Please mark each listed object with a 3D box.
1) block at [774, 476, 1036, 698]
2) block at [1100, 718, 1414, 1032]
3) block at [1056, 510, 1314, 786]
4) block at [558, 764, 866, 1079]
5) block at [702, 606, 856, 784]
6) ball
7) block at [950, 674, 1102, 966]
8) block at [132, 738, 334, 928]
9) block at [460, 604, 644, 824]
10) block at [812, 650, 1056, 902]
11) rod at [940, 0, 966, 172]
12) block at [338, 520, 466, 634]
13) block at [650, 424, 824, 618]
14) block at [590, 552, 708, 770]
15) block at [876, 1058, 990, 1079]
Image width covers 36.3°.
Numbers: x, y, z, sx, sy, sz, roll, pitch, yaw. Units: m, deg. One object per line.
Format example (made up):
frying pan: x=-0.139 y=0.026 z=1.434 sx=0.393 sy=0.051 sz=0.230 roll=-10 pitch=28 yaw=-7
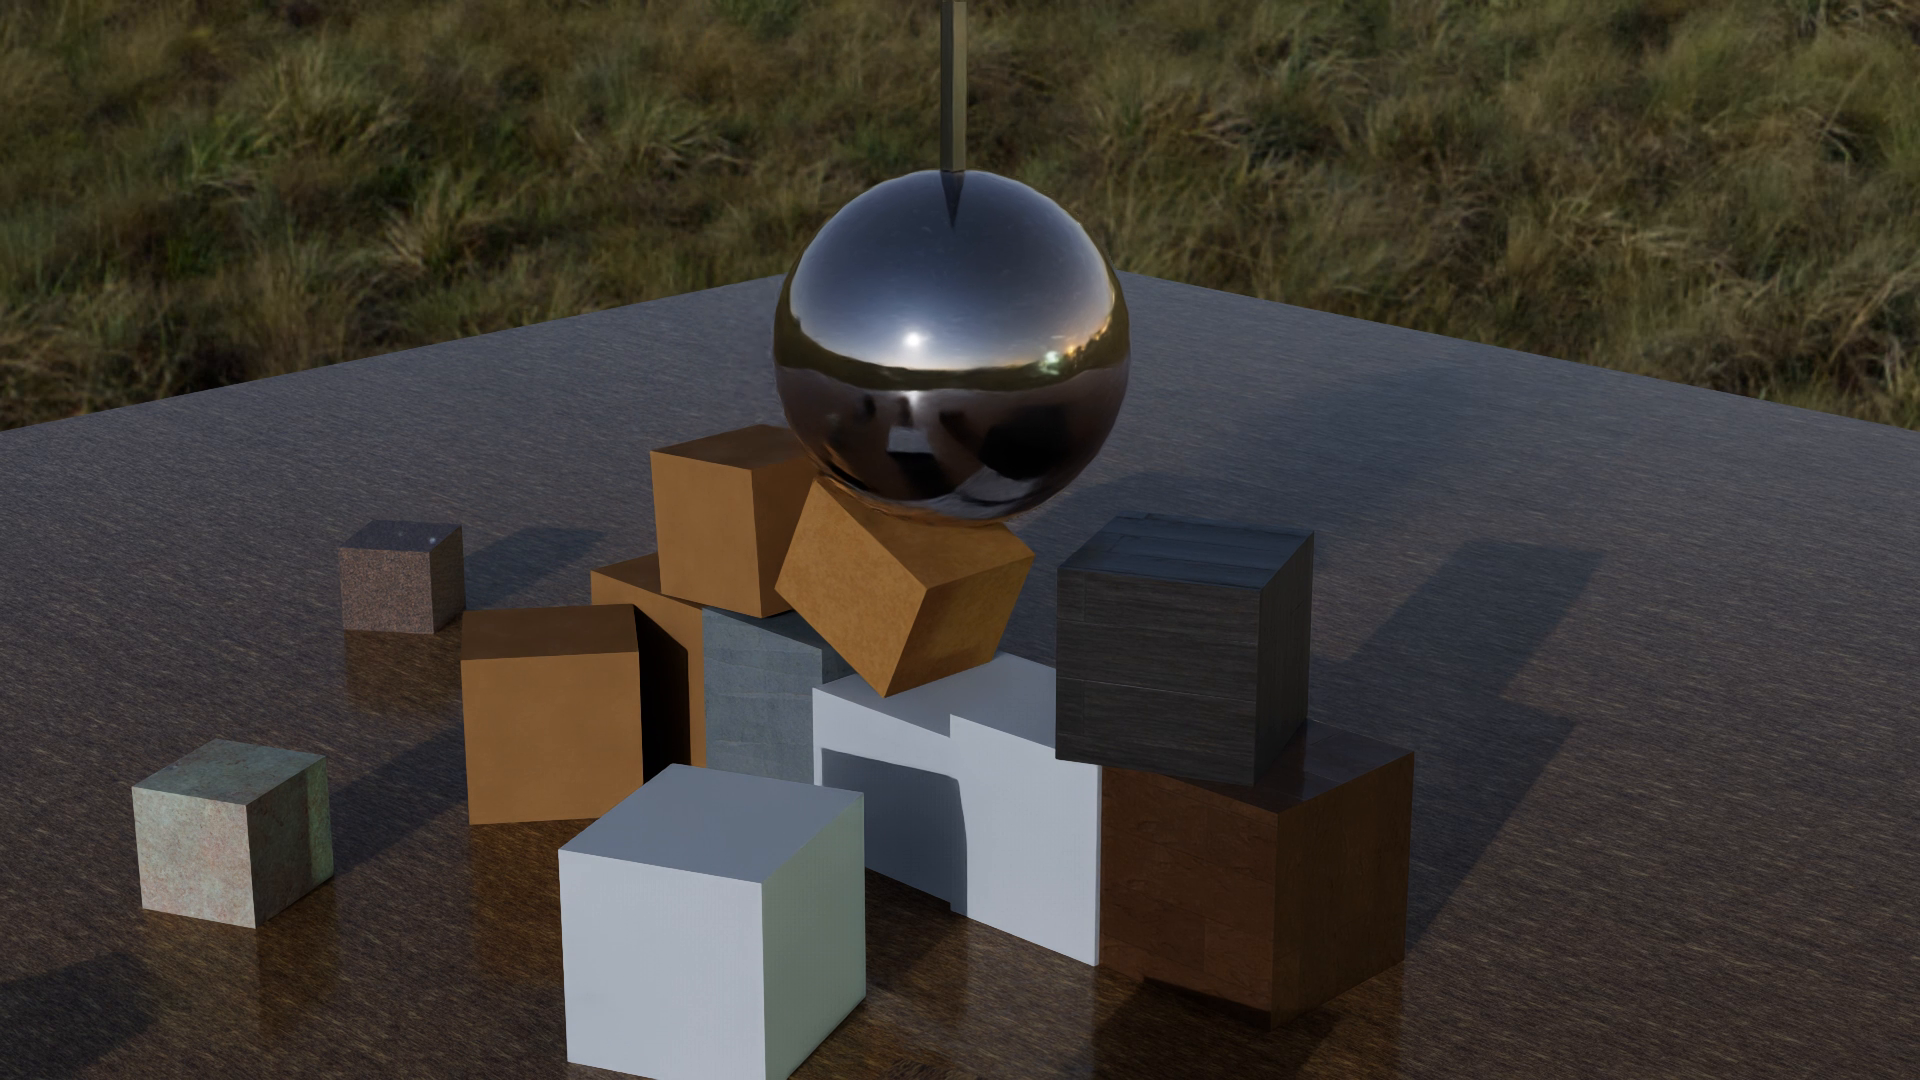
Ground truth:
block: x=-0.262 y=0.148 z=13.646 sx=0.703 sy=0.661 sz=0.820 roll=-17 pitch=50 yaw=-43
block: x=1.253 y=1.352 z=12.437 sx=0.923 sy=0.963 sz=0.936 roll=16 pitch=23 yaw=41
block: x=0.952 y=0.437 z=12.345 sx=0.854 sy=0.839 sz=0.876 roll=7 pitch=19 yaw=20
block: x=-0.980 y=1.558 z=11.853 sx=0.875 sy=0.920 sz=0.974 roll=7 pitch=19 yaw=21
block: x=-0.640 y=0.783 z=14.257 sx=0.848 sy=0.958 sz=0.853 roll=-17 pitch=24 yaw=-42
ball: x=-0.037 y=-0.852 z=13.035 sx=1.600 sy=1.600 sz=1.600 roll=0 pitch=17 yaw=0
block: x=0.600 y=1.185 z=13.016 sx=0.843 sy=0.934 sz=0.981 roll=16 pitch=23 yaw=41
block: x=-3.263 y=1.312 z=13.195 sx=0.595 sy=0.585 sz=0.626 roll=7 pitch=19 yaw=20
block: x=-1.984 y=0.838 z=14.286 sx=0.833 sy=0.835 sz=0.723 roll=-2 pitch=18 yaw=-8
block: x=-0.012 y=1.052 z=13.676 sx=0.979 sy=0.791 sz=0.913 roll=-17 pitch=24 yaw=-42
rod: x=-0.016 y=-4.102 z=12.036 sx=0.080 sy=5.200 sz=0.080 roll=17 pitch=23 yaw=42
block: x=-3.204 y=0.209 z=16.865 sx=0.541 sy=0.489 sz=0.543 roll=3 pitch=18 yaw=10
block: x=-0.969 y=-0.106 z=14.287 sx=0.707 sy=0.720 sz=0.756 roll=-16 pitch=19 yaw=-42
block: x=-1.272 y=0.610 z=14.854 sx=0.775 sy=0.930 sz=0.891 roll=-16 pitch=24 yaw=-42
block: x=-0.023 y=2.327 z=9.697 sx=0.857 sy=0.746 sz=0.902 roll=8 pitch=19 yaw=25
